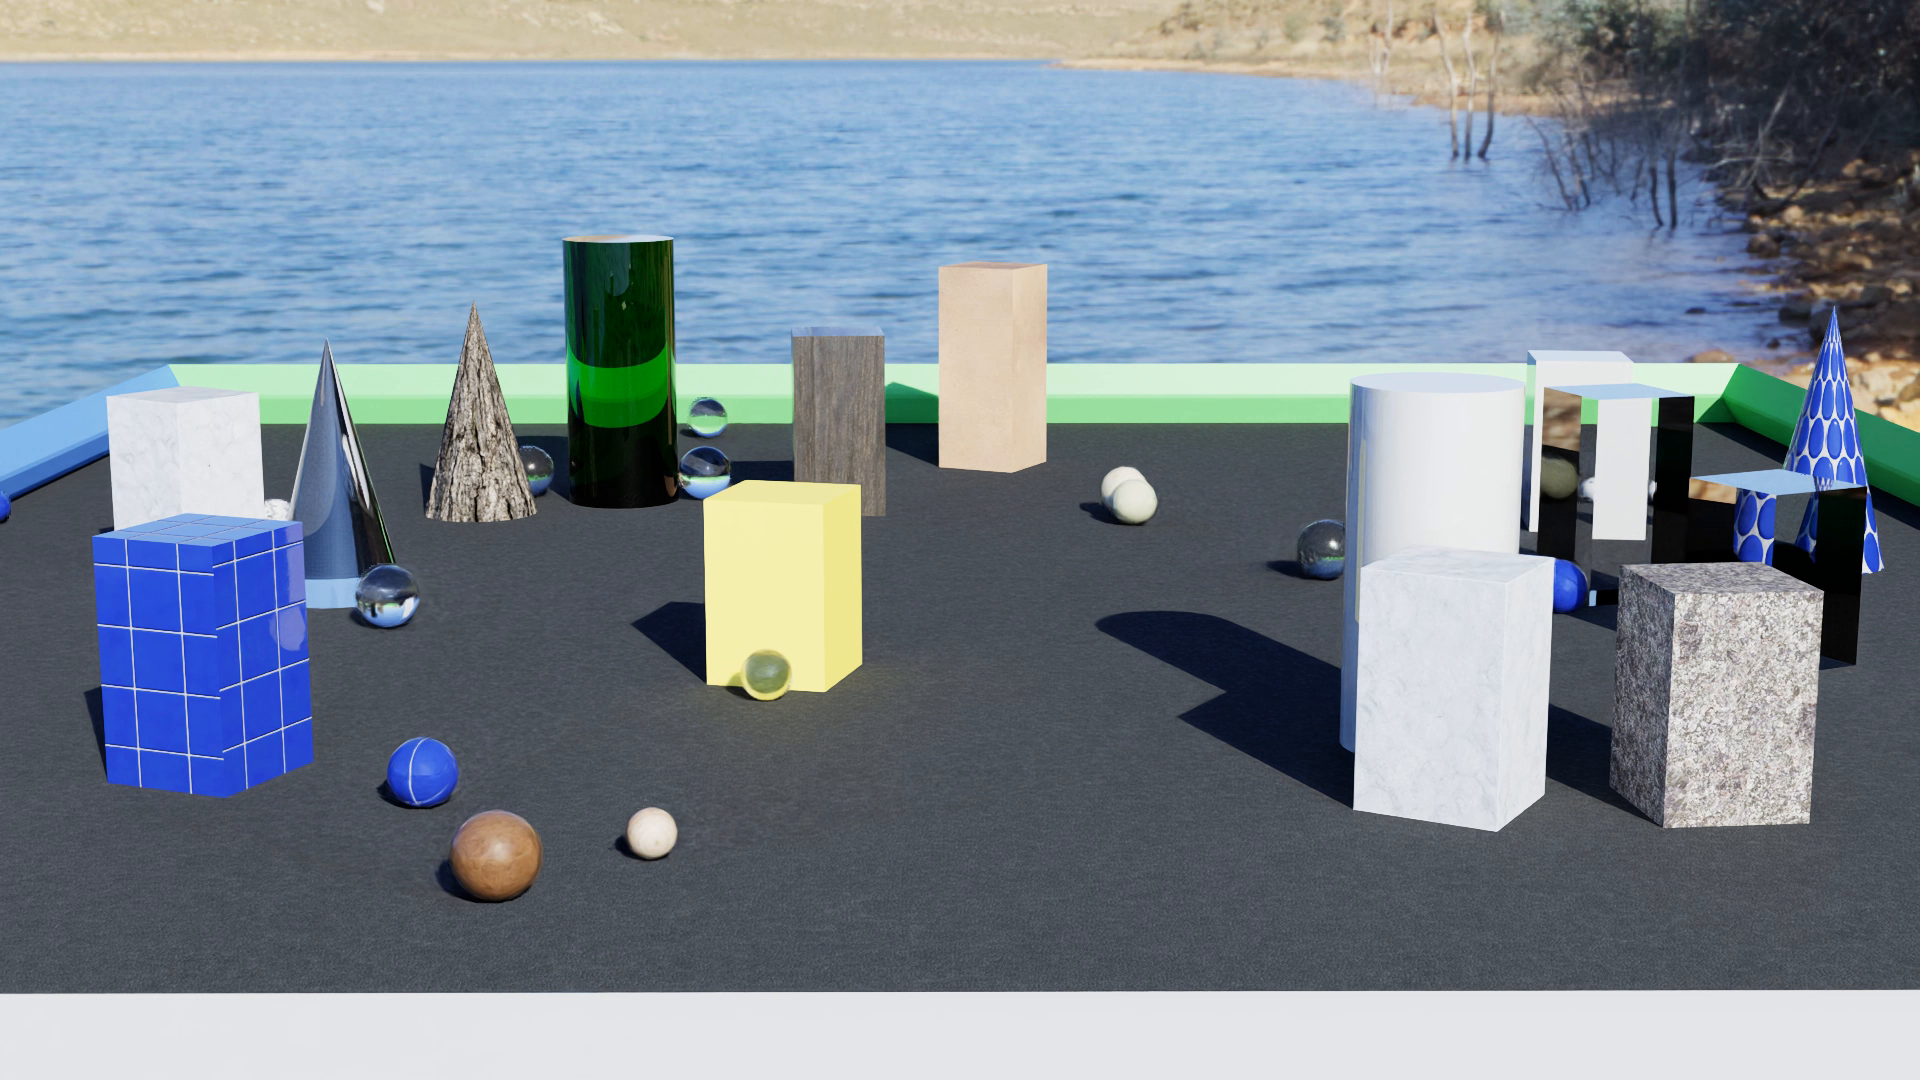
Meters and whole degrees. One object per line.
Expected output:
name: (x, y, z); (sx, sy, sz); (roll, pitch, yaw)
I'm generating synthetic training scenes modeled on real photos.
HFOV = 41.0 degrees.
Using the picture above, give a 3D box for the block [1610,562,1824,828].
block: (0.740, 0.149, 2.522); (0.146, 0.229, 0.146); (-1, 11, -6)

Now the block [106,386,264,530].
block: (-1.097, -0.077, 3.645); (0.146, 0.261, 0.146); (7, 13, 32)

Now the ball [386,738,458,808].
ball: (-0.529, 0.229, 2.528); (0.070, 0.070, 0.070); (0, 11, 0)

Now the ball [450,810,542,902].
ball: (-0.407, 0.276, 2.248); (0.080, 0.080, 0.080); (0, 11, 0)

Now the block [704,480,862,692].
block: (-0.209, 0.052, 3.060); (0.146, 0.222, 0.146); (3, 11, 15)

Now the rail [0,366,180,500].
rail: (-1.565, 0.032, 3.441); (0.045, 0.119, 3.557); (0, 11, 0)

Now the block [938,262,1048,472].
block: (0.060, -0.316, 4.644); (0.146, 0.362, 0.146); (5, 12, 26)

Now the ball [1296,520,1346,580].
ball: (0.519, 0.014, 3.638); (0.084, 0.084, 0.084); (0, 11, 0)

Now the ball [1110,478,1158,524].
ball: (0.275, -0.060, 4.063); (0.073, 0.073, 0.073); (0, 11, 0)

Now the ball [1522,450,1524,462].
ball: (0.959, -0.114, 4.334); (0.079, 0.079, 0.079); (0, 11, 0)

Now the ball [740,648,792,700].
ball: (-0.223, 0.155, 2.951); (0.060, 0.060, 0.060); (0, 11, 0)

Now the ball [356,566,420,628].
ball: (-0.742, 0.073, 3.329); (0.081, 0.081, 0.081); (0, 11, 0)

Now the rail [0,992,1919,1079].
rail: (0.010, 0.354, 1.725); (3.178, 0.119, 0.045); (0, 11, 0)

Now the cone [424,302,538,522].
cone: (-0.781, -0.217, 4.150); (0.183, 0.348, 0.183); (0, 11, 0)

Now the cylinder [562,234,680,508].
cylinder: (-0.563, -0.282, 4.263); (0.183, 0.436, 0.183); (0, 11, 0)

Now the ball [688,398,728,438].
ball: (-0.491, -0.238, 5.002); (0.076, 0.076, 0.076); (0, 11, 0)

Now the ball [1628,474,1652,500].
ball: (1.137, -0.088, 4.292); (0.042, 0.042, 0.042); (0, 11, 0)

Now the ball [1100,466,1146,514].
ball: (0.265, -0.078, 4.141); (0.080, 0.080, 0.080); (0, 11, 0)

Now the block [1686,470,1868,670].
block: (0.993, 0.038, 3.137); (0.146, 0.221, 0.146); (-5, 12, -26)

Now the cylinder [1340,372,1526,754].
cylinder: (0.501, 0.027, 2.733); (0.183, 0.392, 0.183); (0, 11, 0)

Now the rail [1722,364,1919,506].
rail: (1.565, 0.029, 3.459); (0.045, 0.119, 3.557); (0, 11, 0)

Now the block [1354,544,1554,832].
block: (0.487, 0.141, 2.528); (0.146, 0.242, 0.146); (6, 12, 30)

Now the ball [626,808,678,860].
ball: (-0.285, 0.271, 2.366); (0.048, 0.048, 0.048); (0, 11, 0)

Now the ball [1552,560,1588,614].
ball: (0.798, 0.062, 3.413); (0.072, 0.072, 0.072); (0, 11, 0)

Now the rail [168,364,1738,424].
rail: (-0.010, -0.293, 5.175); (3.178, 0.119, 0.045); (0, 11, 0)

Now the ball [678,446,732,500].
ball: (-0.427, -0.113, 4.299); (0.089, 0.089, 0.089); (0, 11, 0)

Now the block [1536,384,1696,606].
block: (0.899, -0.065, 3.527); (0.146, 0.280, 0.146); (-3, 11, -16)

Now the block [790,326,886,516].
block: (-0.199, -0.195, 4.187); (0.146, 0.292, 0.146); (-1, 11, -5)

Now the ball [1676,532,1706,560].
ball: (1.078, 0.009, 3.780); (0.042, 0.042, 0.042); (0, 11, 0)

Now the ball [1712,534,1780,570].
ball: (1.071, 0.037, 3.497); (0.090, 0.090, 0.090); (0, 11, 0)

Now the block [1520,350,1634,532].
block: (0.972, -0.157, 4.049); (0.146, 0.268, 0.146); (1, 11, 7)

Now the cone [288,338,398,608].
cone: (-0.858, -0.101, 3.506); (0.183, 0.357, 0.183); (0, 11, 0)

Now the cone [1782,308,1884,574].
cone: (1.258, -0.152, 3.727); (0.183, 0.378, 0.183); (0, 11, 0)

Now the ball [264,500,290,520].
ball: (-1.004, -0.013, 3.762); (0.091, 0.091, 0.091); (0, 11, 0)

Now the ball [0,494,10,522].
ball: (-1.537, -0.052, 4.075); (0.052, 0.052, 0.052); (0, 11, 0)

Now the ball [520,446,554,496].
ball: (-0.726, -0.115, 4.325); (0.085, 0.085, 0.085); (0, 11, 0)

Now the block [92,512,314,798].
block: (-0.775, 0.115, 2.634); (0.146, 0.256, 0.146); (4, 11, 21)
